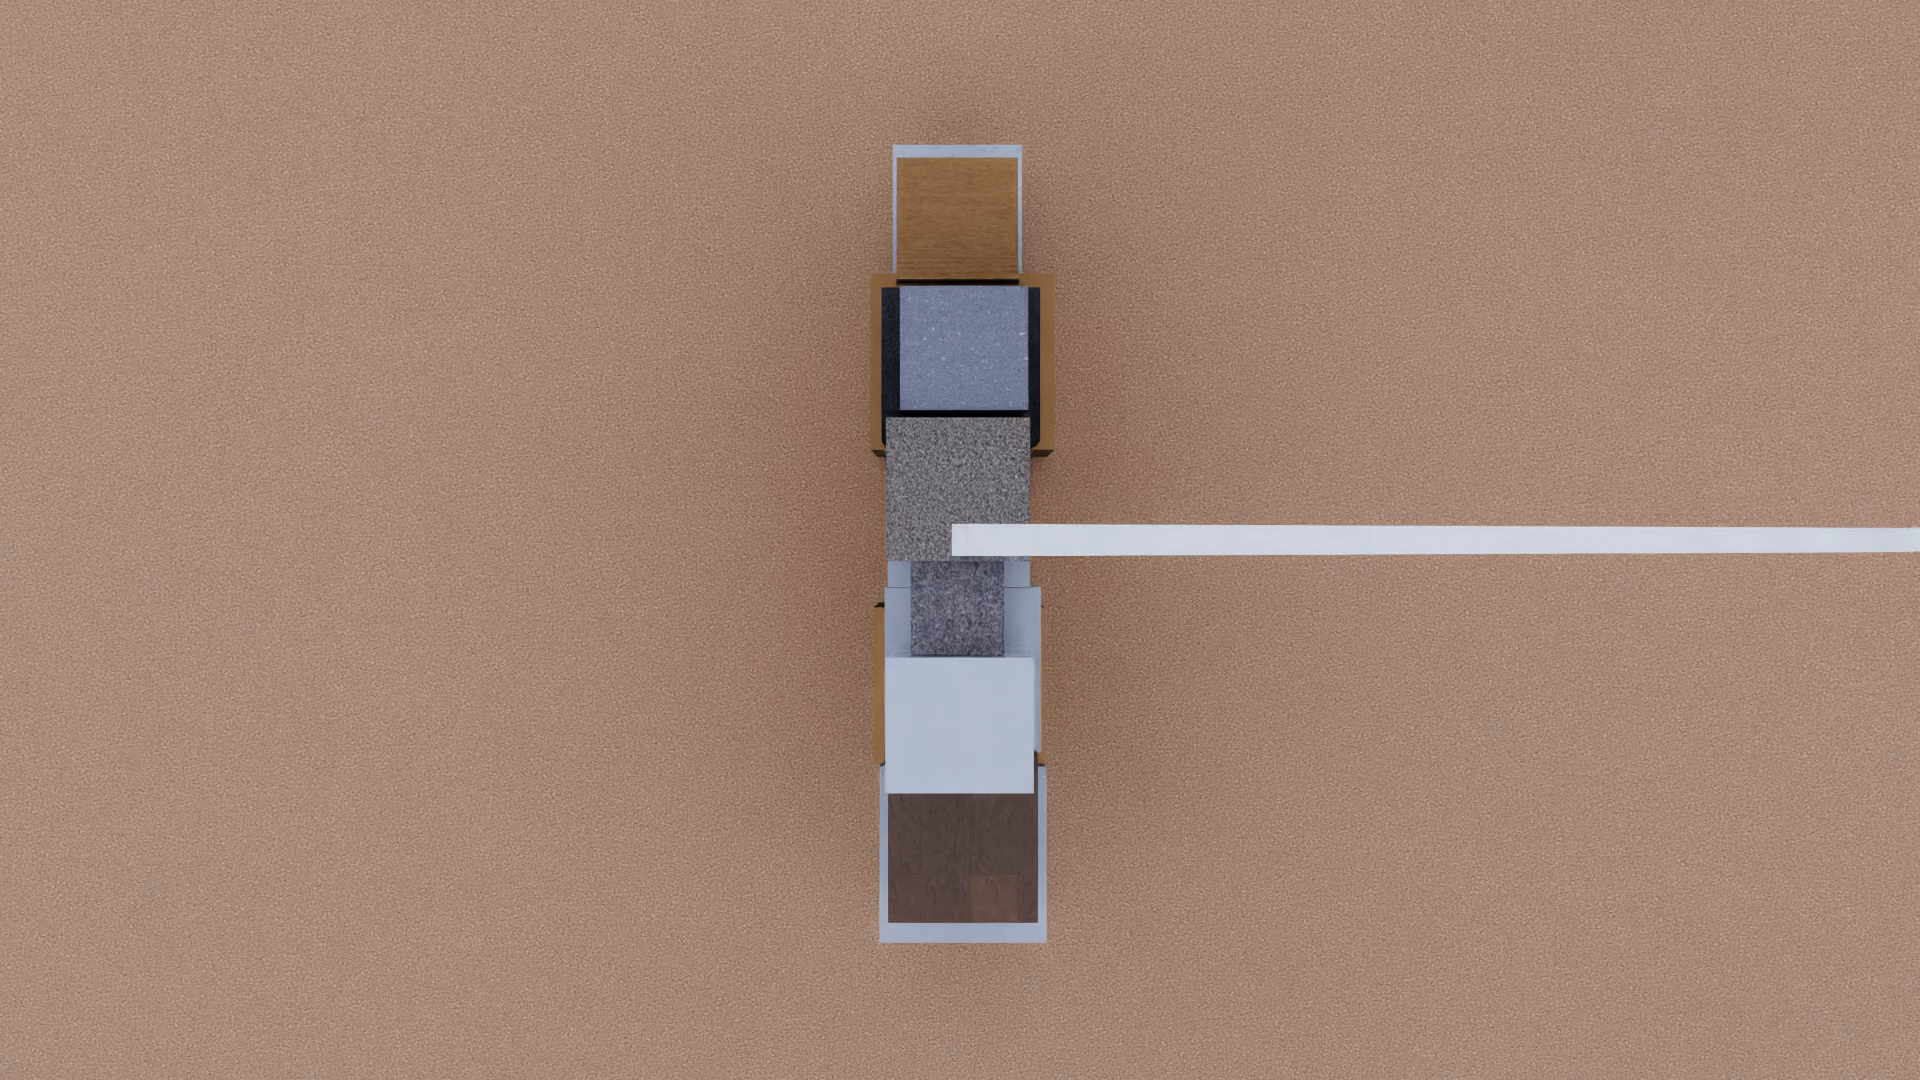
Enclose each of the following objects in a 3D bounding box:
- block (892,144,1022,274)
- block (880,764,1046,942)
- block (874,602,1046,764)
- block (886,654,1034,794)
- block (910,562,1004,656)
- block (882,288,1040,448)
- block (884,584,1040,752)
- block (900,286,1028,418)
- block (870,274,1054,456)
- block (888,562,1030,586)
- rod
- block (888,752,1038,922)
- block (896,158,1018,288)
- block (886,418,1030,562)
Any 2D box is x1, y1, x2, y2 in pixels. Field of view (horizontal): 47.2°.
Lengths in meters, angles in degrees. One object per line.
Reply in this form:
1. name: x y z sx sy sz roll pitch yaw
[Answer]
1. block: -0.015 -1.832 12.621 0.720 0.758 0.736 0 90 0
2. block: 0.017 1.720 12.510 0.913 0.981 0.960 0 90 0
3. block: -0.004 0.799 12.544 0.945 0.912 0.860 0 90 0
4. block: -0.002 0.898 10.862 0.709 0.684 0.647 0 88 0
5. block: -0.012 0.330 11.042 0.459 0.489 0.476 0 91 0
6. block: 0.004 -0.899 11.623 0.812 0.776 0.785 0 90 0
7. block: 0.014 0.665 11.695 0.804 0.787 0.849 0 90 0
8. block: 0.020 -0.924 10.905 0.617 0.659 0.599 0 90 0
9. block: 0.013 -0.973 12.505 1.005 0.989 0.961 0 90 0
10. block: -0.005 -0.132 11.649 0.727 0.744 0.726 0 92 0
11. rod: 2.234 0.000 6.839 5.200 0.080 0.080 0 90 -31
12. block: 0.015 1.524 11.609 0.765 0.821 0.852 0 90 0
13. block: -0.014 -1.652 11.754 0.634 0.550 0.648 0 84 0
14. block: -0.009 -0.255 10.902 0.693 0.682 0.694 0 92 0
